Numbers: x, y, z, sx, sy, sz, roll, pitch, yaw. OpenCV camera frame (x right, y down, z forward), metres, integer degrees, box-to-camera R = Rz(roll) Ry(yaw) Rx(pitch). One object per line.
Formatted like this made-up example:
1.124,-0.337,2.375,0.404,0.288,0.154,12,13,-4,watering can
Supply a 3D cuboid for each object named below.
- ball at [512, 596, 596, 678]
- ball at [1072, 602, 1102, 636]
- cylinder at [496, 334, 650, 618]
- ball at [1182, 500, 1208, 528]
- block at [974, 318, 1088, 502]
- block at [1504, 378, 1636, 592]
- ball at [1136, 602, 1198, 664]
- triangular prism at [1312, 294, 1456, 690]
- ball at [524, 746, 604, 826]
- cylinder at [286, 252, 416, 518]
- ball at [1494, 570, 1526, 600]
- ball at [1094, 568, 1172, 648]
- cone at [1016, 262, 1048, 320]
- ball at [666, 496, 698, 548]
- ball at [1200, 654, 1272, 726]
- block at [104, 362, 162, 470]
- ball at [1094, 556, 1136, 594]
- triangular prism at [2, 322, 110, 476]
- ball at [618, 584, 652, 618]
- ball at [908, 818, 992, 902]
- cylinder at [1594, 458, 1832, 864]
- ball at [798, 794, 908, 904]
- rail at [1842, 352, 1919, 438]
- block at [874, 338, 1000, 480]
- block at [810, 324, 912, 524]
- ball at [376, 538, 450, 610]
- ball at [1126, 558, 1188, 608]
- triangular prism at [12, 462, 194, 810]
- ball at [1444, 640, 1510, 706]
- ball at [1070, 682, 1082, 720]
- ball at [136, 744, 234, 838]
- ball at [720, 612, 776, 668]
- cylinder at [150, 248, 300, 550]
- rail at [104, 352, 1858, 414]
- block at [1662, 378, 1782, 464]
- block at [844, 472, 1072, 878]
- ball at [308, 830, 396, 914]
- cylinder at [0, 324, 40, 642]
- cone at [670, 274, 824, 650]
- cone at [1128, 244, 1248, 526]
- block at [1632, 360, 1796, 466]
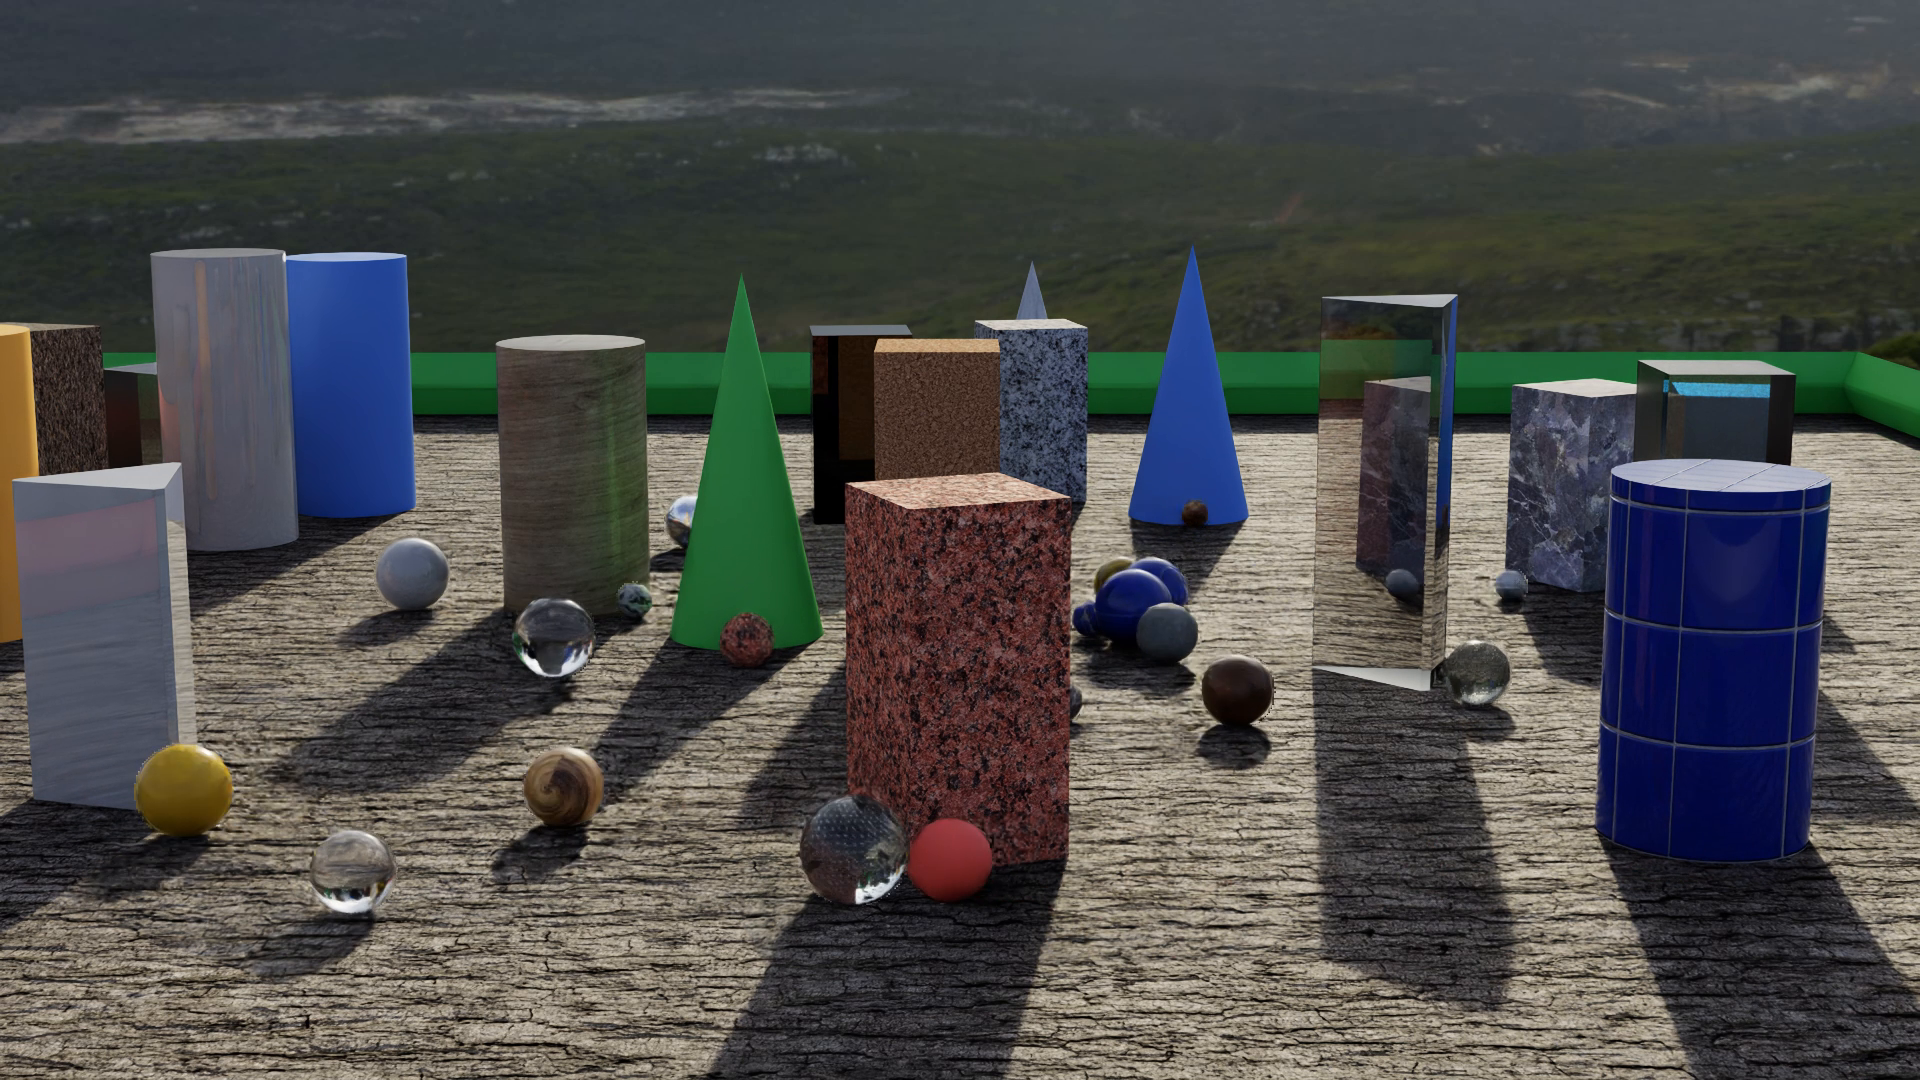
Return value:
-0.489,0.116,3.091,0.098,0.098,0.098,0,10,0,ball
0.168,0.102,3.311,0.046,0.046,0.046,0,10,0,ball
-0.523,-0.089,3.480,0.199,0.360,0.199,0,10,0,cylinder
0.375,-0.041,4.096,0.043,0.043,0.043,0,10,0,ball
0.120,-0.221,4.378,0.159,0.294,0.159,-2,11,-12,block
0.900,-0.081,3.673,0.159,0.275,0.159,-6,12,-29,block
0.255,0.115,3.159,0.076,0.076,0.076,0,10,0,ball
0.545,-0.065,3.097,0.149,0.453,0.172,-10,14,-42,triangular prism
-0.383,0.239,2.484,0.077,0.077,0.077,0,10,0,ball
-1.010,-0.260,4.246,0.199,0.417,0.199,0,10,0,cylinder
0.759,0.062,3.537,0.042,0.042,0.042,0,10,0,ball
0.220,0.086,3.251,0.099,0.099,0.099,0,10,0,ball
0.135,-0.344,4.840,0.199,0.367,0.199,0,10,0,cone
-0.409,-0.028,3.917,0.081,0.081,0.081,0,10,0,ball
0.309,0.167,2.865,0.080,0.080,0.080,0,10,0,ball
-1.280,-0.159,4.178,0.159,0.245,0.159,7,12,32,block
0.219,0.060,3.455,0.076,0.076,0.076,0,10,0,ball
-1.363,-0.137,3.762,0.172,0.353,0.149,-9,14,-41,triangular prism
-0.434,0.081,3.423,0.046,0.046,0.046,0,10,0,ball
-0.008,0.282,2.261,0.074,0.074,0.074,0,10,0,ball
0.713,0.110,2.438,0.199,0.348,0.199,0,10,0,cylinder
-0.093,0.272,2.254,0.096,0.096,0.096,0,10,0,ball
1.887,0.031,3.459,0.045,0.129,4.015,0,10,0,rail
-0.029,-0.070,3.352,0.159,0.370,0.159,0,10,0,block
-0.162,-0.190,4.182,0.159,0.304,0.159,-1,11,-5,block
-0.741,0.046,3.470,0.099,0.099,0.099,0,10,0,ball
0.253,0.068,3.371,0.091,0.091,0.091,0,10,0,ball
-0.828,0.092,2.598,0.172,0.324,0.149,4,11,19,triangular prism
0.596,0.153,2.955,0.075,0.075,0.075,0,10,0,ball
0.115,0.181,2.886,0.045,0.045,0.045,0,10,0,ball
-0.740,0.239,2.451,0.089,0.089,0.089,0,10,0,ball
-0.260,0.122,3.143,0.067,0.067,0.067,0,10,0,ball
-1.132,-0.220,3.956,0.199,0.444,0.199,0,10,0,cylinder
-0.011,-0.328,5.399,3.822,0.129,0.045,0,10,0,rail
1.138,-0.106,3.858,0.159,0.255,0.159,2,11,11,block
-0.004,0.121,2.401,0.159,0.340,0.159,-5,11,-23,block
-0.528,0.288,2.231,0.073,0.073,0.073,0,10,0,ball
-1.294,-0.074,3.312,0.199,0.391,0.199,0,10,0,cylinder
-0.277,-0.109,3.289,0.199,0.469,0.199,0,10,0,cone
0.375,-0.260,4.174,0.199,0.444,0.199,0,10,0,cone
0.972,-0.053,3.334,0.159,0.344,0.159,0,10,1,block
